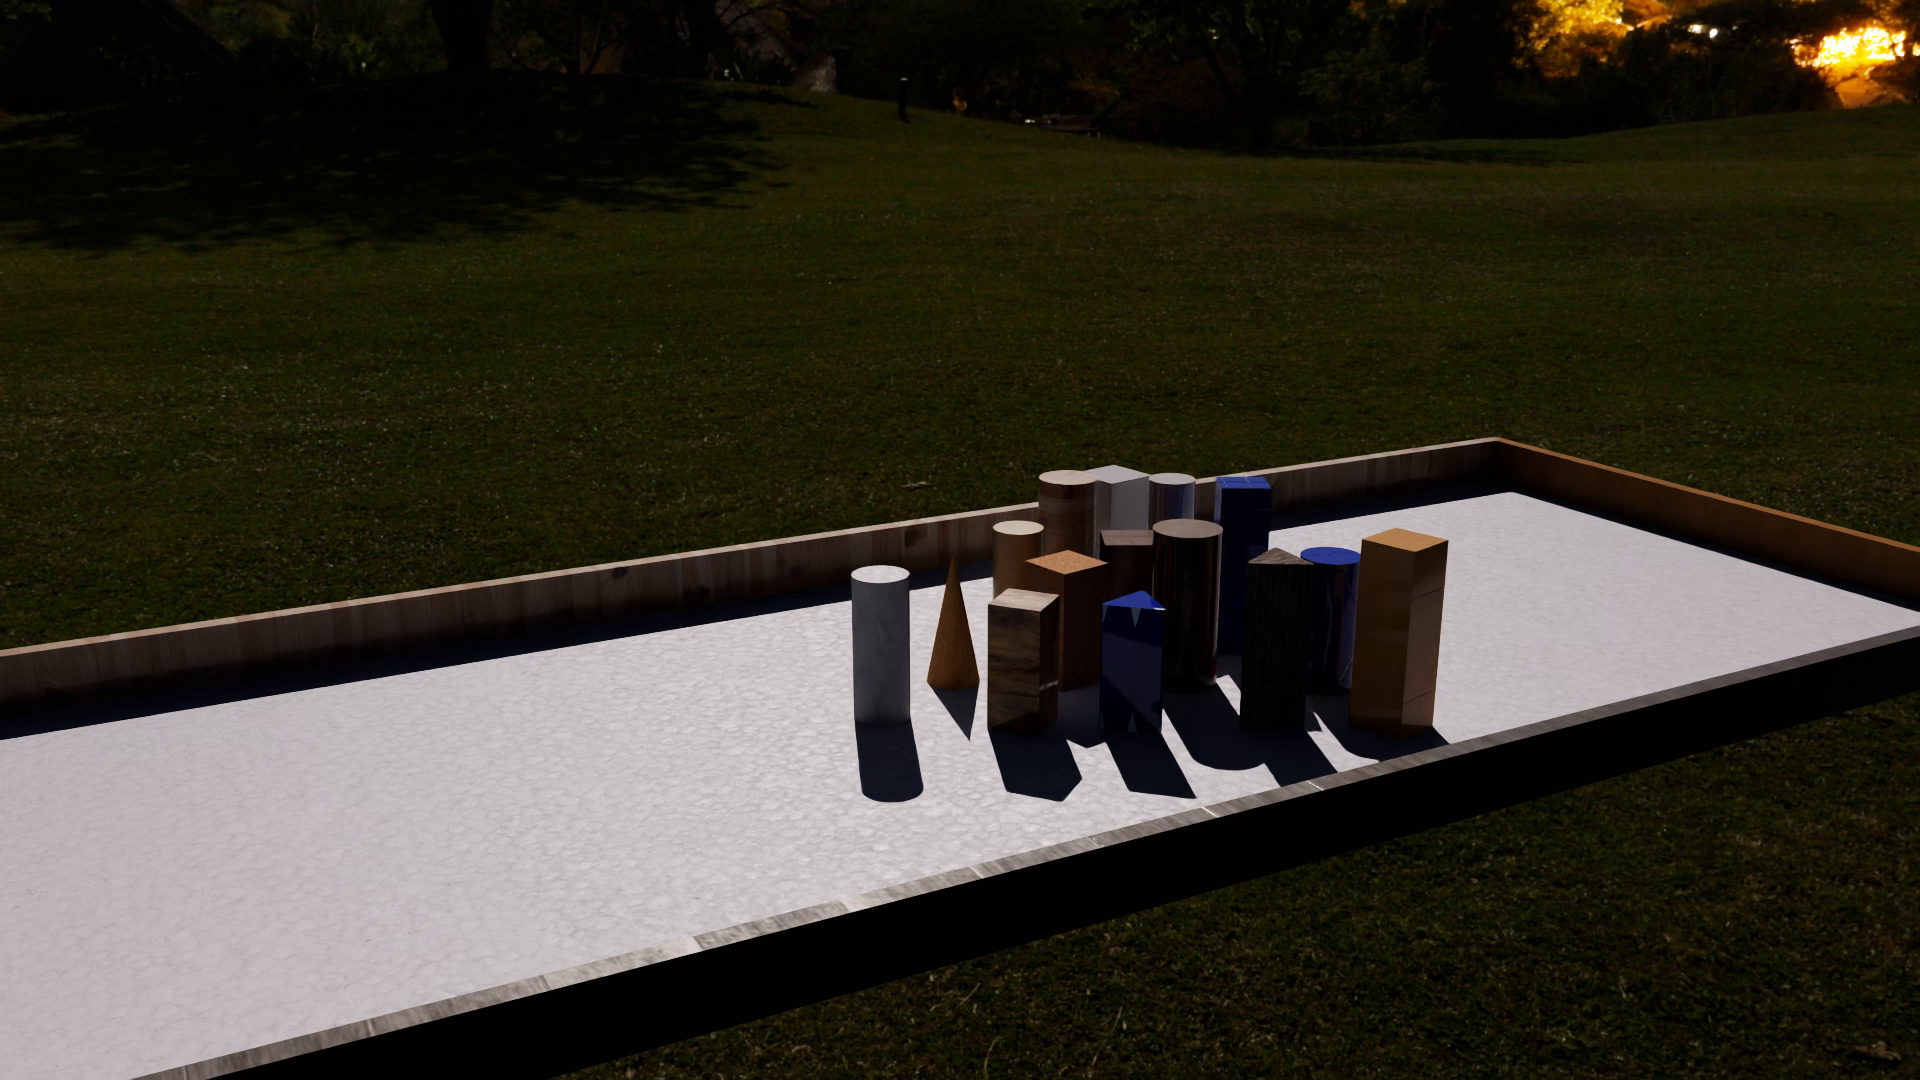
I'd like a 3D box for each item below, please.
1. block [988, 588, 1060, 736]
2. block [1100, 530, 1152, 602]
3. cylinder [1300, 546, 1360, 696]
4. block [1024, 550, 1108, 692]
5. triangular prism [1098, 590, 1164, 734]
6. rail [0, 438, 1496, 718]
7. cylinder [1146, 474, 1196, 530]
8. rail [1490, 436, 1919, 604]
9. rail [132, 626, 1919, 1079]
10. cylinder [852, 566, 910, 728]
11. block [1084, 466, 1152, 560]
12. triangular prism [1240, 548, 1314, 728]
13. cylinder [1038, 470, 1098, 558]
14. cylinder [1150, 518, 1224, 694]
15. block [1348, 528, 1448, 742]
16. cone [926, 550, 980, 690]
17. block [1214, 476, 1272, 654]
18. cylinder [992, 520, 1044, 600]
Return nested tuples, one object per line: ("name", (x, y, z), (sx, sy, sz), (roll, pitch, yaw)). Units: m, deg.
("block", (0.148, 0.284, 3.845), (0.128, 0.306, 0.128), (7, 18, 22))
("block", (0.439, 0.142, 4.327), (0.137, 0.308, 0.137), (0, 16, -1))
("cylinder", (0.907, 0.200, 4.075), (0.150, 0.338, 0.150), (0, 16, 0))
("block", (0.264, 0.201, 4.130), (0.146, 0.305, 0.146), (-13, 21, -37))
("triangular prism", (0.412, 0.282, 3.856), (0.145, 0.305, 0.125), (5, 17, 15))
("rail", (-3.305, 0.497, 3.399), (12.000, 0.150, 0.050), (-9, 18, -27))
("cylinder", (0.584, 0.019, 4.596), (0.128, 0.391, 0.128), (0, 16, 0))
("rail", (2.466, -0.048, 5.253), (0.050, 0.150, 2.100), (-9, 18, -27))
("rail", (-2.336, 1.006, 1.665), (12.000, 0.150, 0.050), (-9, 18, -27))
("cylinder", (-0.185, 0.250, 3.875), (0.135, 0.356, 0.135), (0, 16, 0))
("block", (0.443, -0.025, 4.828), (0.161, 0.345, 0.161), (-13, 21, -36))
("triangular prism", (0.735, 0.228, 3.866), (0.147, 0.402, 0.128), (1, 16, 5))
("cylinder", (0.298, 0.018, 4.592), (0.163, 0.396, 0.163), (0, 16, 0))
("cylinder", (0.557, 0.163, 4.089), (0.172, 0.400, 0.172), (0, 16, 0))
("block", (1.011, 0.217, 3.808), (0.139, 0.455, 0.139), (-15, 22, -41))
("cone", (-0.017, 0.188, 4.105), (0.135, 0.345, 0.135), (0, 16, 0))
("block", (0.732, 0.068, 4.326), (0.126, 0.450, 0.126), (0, 16, 1))
("cylinder", (0.153, 0.124, 4.355), (0.133, 0.326, 0.133), (0, 16, 0))
